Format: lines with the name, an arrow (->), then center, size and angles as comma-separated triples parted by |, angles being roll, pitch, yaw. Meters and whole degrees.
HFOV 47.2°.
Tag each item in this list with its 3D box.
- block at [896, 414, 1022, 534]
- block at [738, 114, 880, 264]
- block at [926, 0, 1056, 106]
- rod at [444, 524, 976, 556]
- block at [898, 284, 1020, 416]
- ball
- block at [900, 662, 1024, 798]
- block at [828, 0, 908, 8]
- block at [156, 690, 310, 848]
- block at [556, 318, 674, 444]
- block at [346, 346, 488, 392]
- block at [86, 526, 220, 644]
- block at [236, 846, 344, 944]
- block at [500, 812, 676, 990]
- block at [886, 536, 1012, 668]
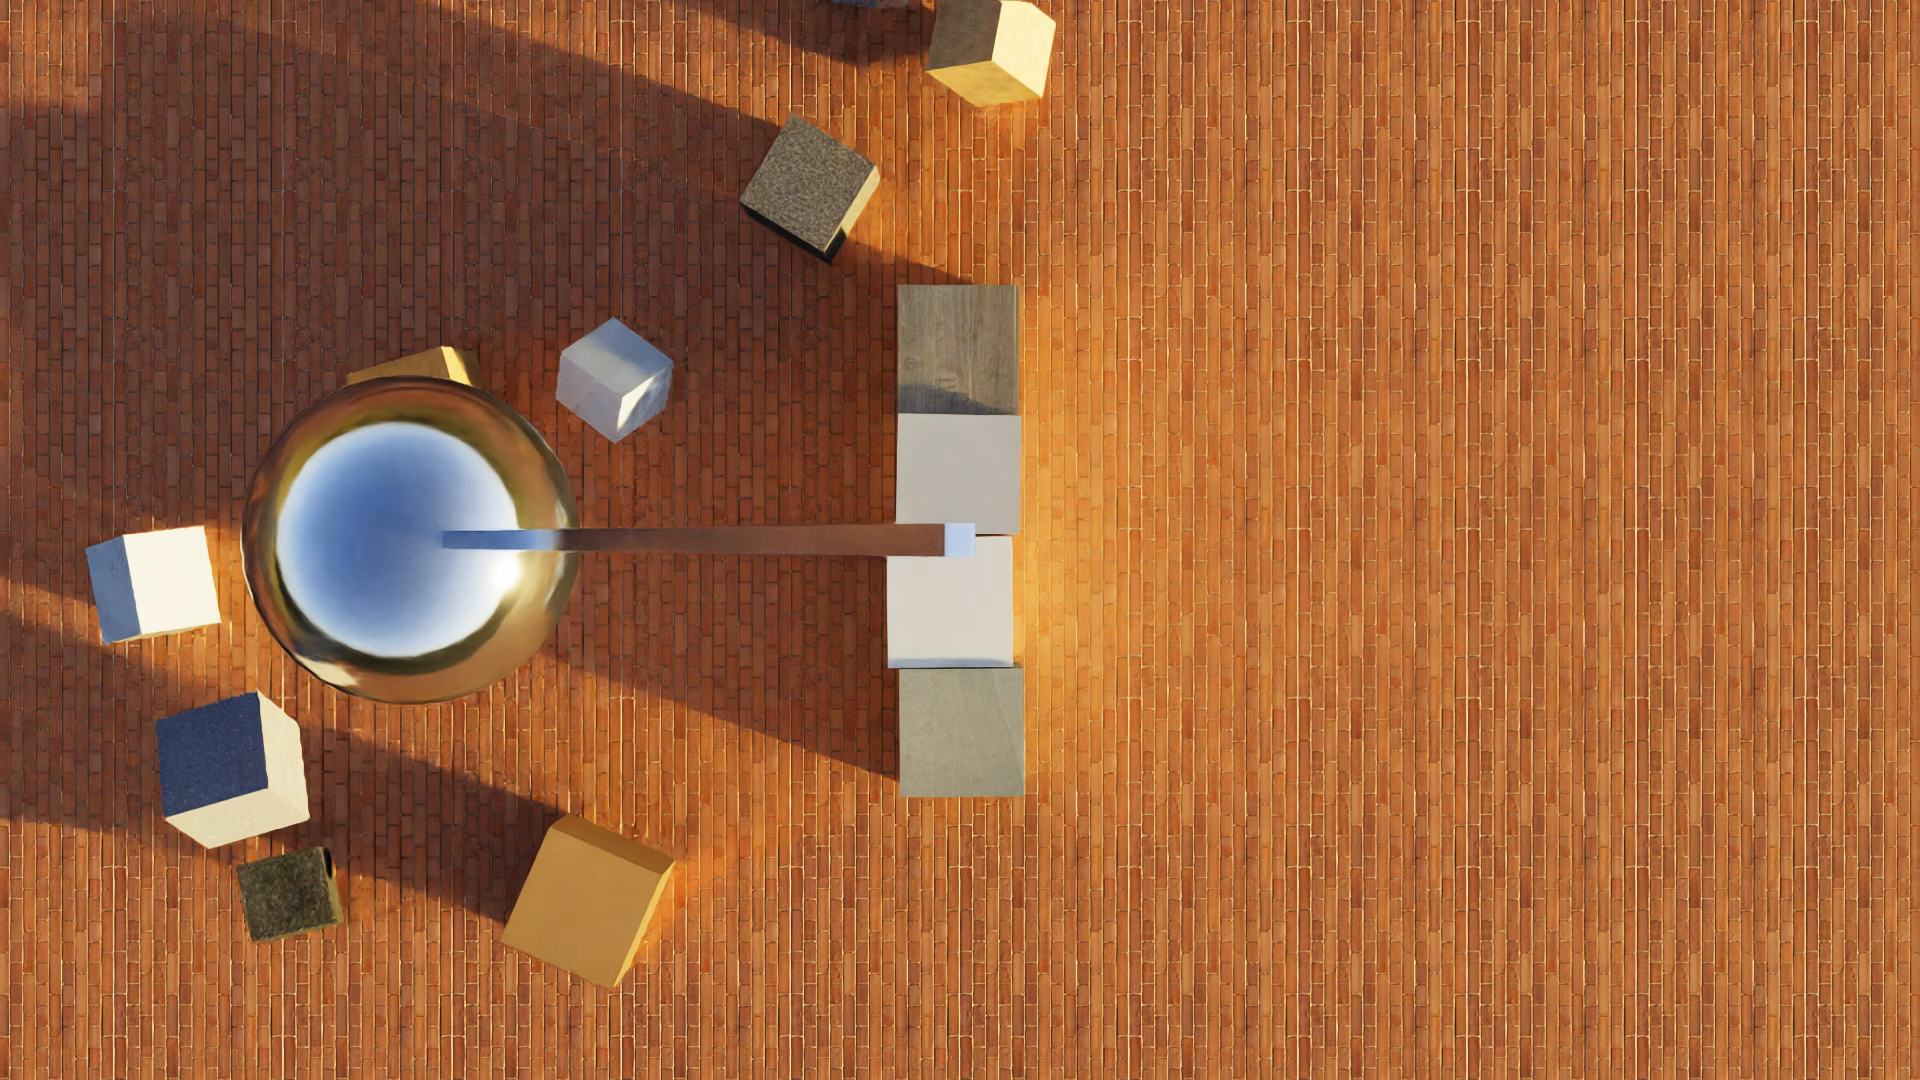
block -> -0.008, -0.370, 12.655 | 0.690, 0.690, 0.665 | 1, 90, 0
block -> -0.861, -2.018, 12.706 | 0.558, 0.588, 0.581 | 31, 90, 0
block -> 0.178, -2.829, 12.618 | 0.478, 0.489, 0.467 | 1, 75, 39
rod -> -1.145, 0.000, 7.580 | 0.080, 5.200, 0.080 | 0, 90, -26
block -> -0.007, -1.073, 12.688 | 0.683, 0.623, 0.726 | 0, 90, 0
ball -> -2.643, 0.000, 10.632 | 1.600, 1.600, 1.600 | 0, 90, 0
block -> 0.009, 1.080, 12.654 | 0.694, 0.692, 0.717 | 0, 90, 0
block -> -0.572, -3.327, 12.626 | 0.445, 0.475, 0.457 | 14, 110, 17
block -> -3.544, 1.122, 10.723 | 0.521, 0.473, 0.519 | -16, 63, 1
block -> -1.989, -0.920, 12.662 | 0.468, 0.390, 0.432 | 36, 50, 15
block -> -3.063, -0.706, 12.659 | 0.576, 0.633, 0.646 | -16, 90, 5
block -> -4.642, 0.260, 12.654 | 0.474, 0.484, 0.563 | -12, 88, 43
block -> -3.824, 2.030, 12.572 | 0.463, 0.476, 0.436 | -13, 81, -12
block -> -2.134, 2.073, 12.685 | 0.690, 0.631, 0.704 | 24, 90, 0
block -> -0.057, 0.349, 12.666 | 0.702, 0.669, 0.731 | -1, 90, 0
